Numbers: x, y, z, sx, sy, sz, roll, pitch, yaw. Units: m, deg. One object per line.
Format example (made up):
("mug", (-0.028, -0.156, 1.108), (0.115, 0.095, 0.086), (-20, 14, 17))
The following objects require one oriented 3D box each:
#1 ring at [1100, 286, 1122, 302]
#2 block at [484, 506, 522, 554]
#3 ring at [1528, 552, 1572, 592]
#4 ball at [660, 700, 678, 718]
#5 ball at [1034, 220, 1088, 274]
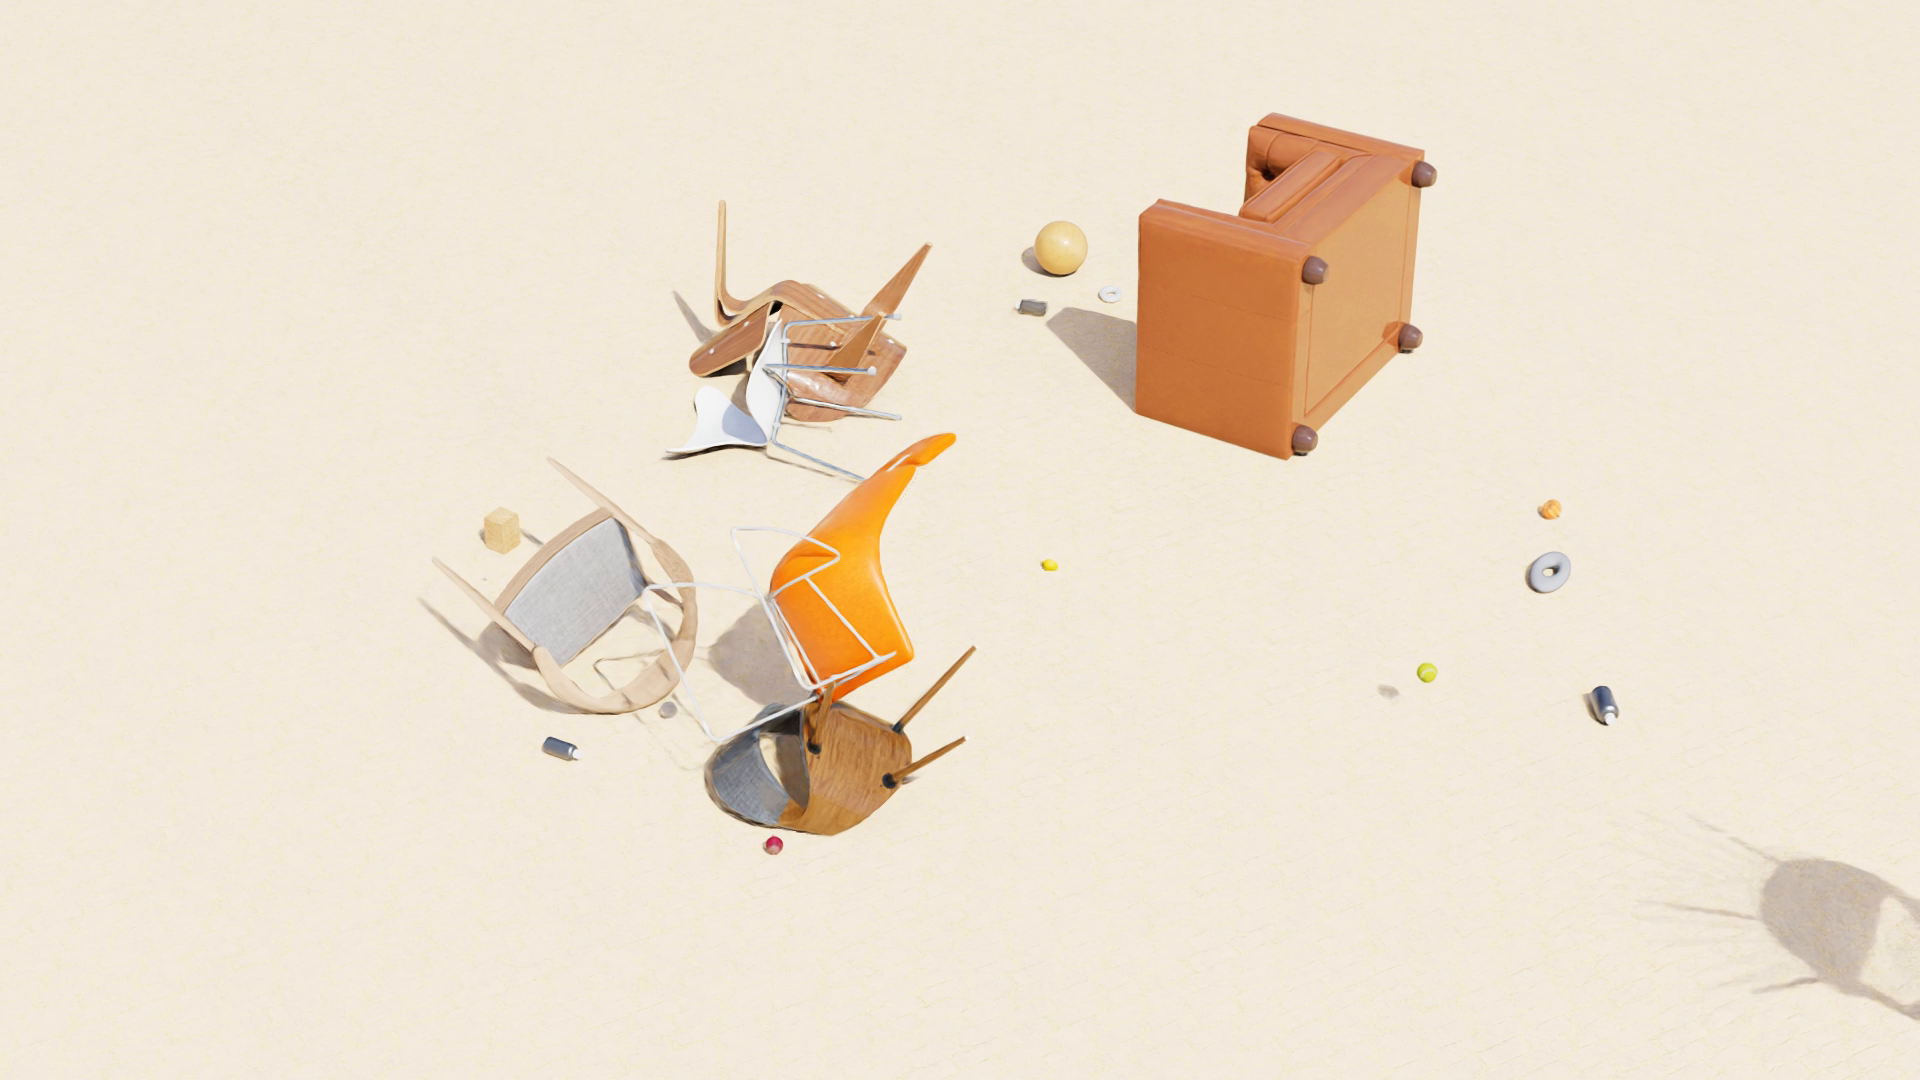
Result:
("ring", (0.644, -1.050, 12.514), (0.102, 0.026, 0.137), (3, 33, 3))
("block", (-1.697, -0.034, 10.874), (0.088, 0.134, 0.093), (20, 38, 28))
("ring", (2.159, 0.116, 10.725), (0.142, 0.048, 0.259), (15, 37, 20))
("ball", (-0.993, 0.580, 10.009), (0.060, 0.060, 0.060), (0, 33, 0))
("ball", (0.435, -1.261, 12.645), (0.234, 0.234, 0.234), (0, 33, 0))
